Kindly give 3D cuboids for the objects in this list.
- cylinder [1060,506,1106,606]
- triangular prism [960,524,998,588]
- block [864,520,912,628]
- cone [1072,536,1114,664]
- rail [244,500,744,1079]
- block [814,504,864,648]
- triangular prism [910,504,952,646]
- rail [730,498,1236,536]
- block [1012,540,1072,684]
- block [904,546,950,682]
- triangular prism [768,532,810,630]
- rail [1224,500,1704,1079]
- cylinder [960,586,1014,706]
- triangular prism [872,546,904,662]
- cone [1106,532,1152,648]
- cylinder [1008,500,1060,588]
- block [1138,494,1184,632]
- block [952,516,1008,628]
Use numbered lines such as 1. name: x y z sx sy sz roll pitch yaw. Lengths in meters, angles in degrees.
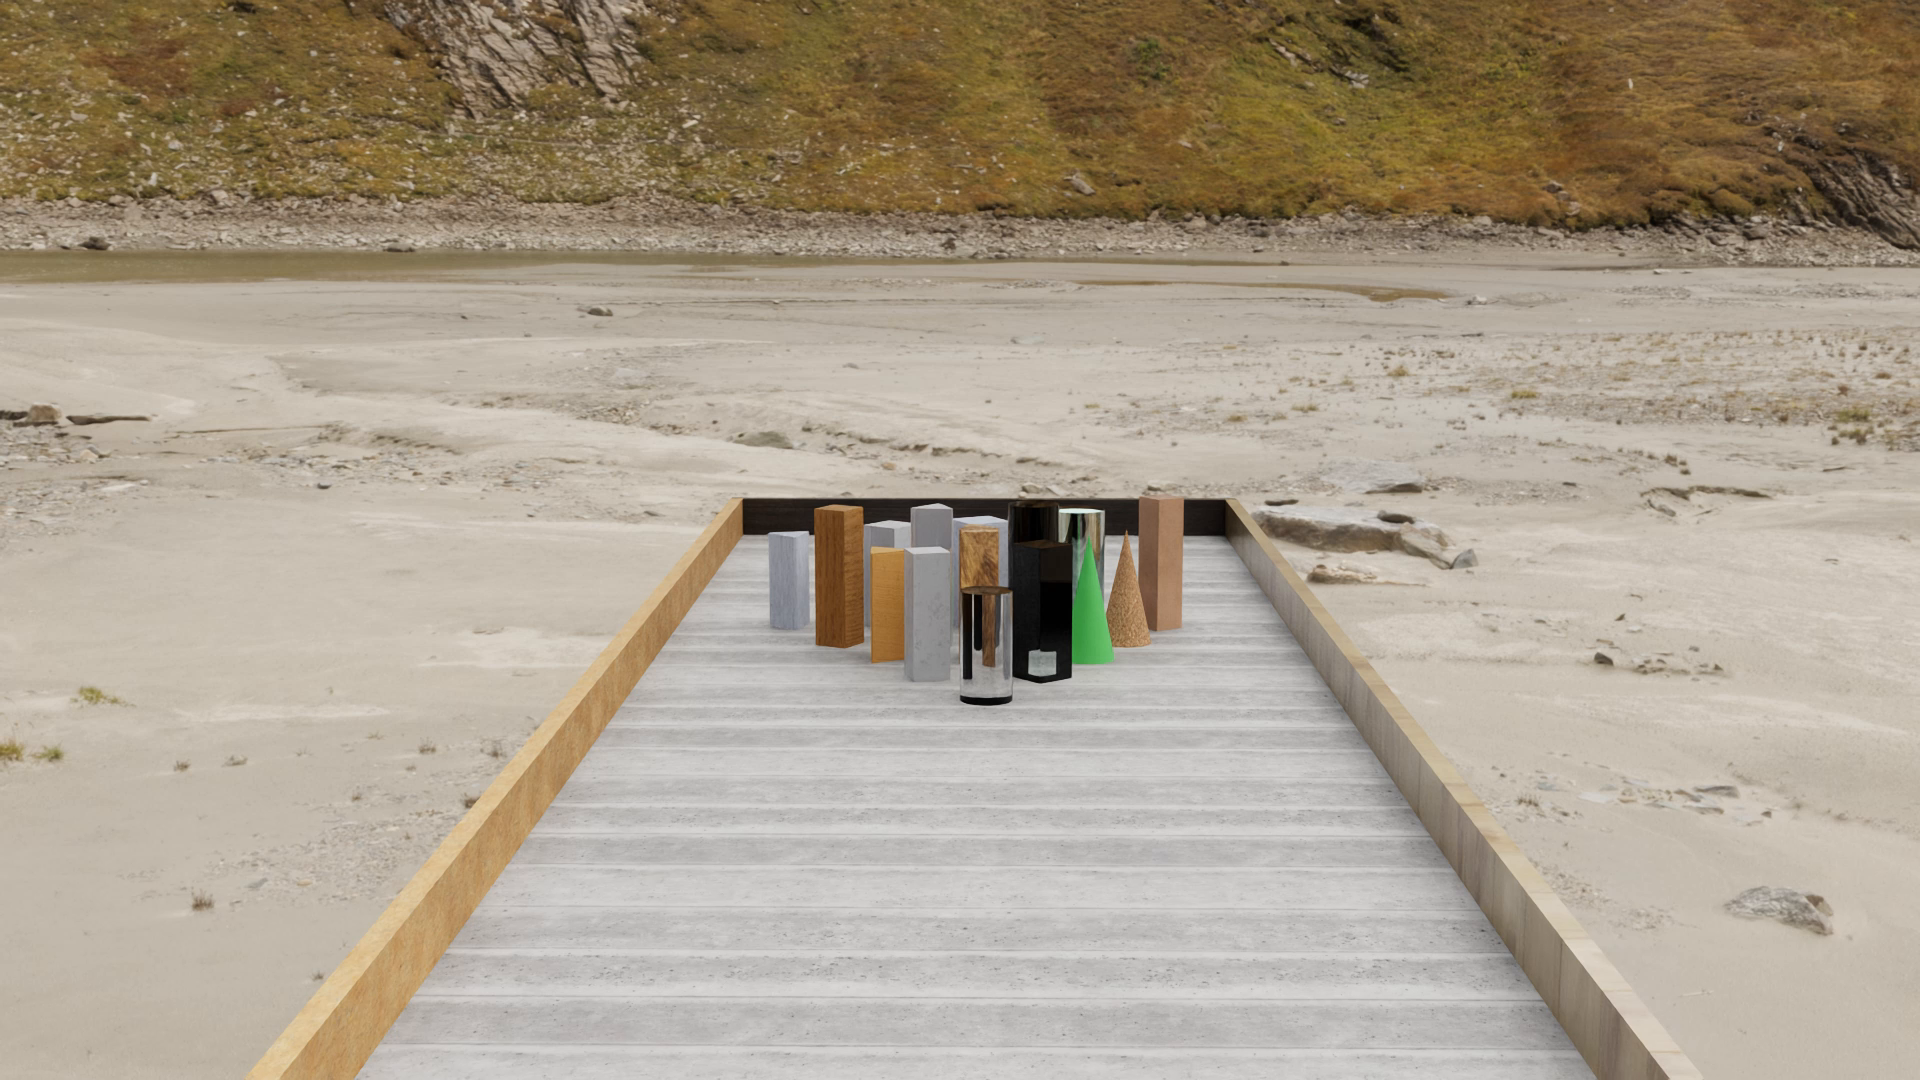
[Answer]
1. cylinder: 0.385 0.090 7.209 0.178 0.386 0.178 0 9 0
2. triangular prism: 0.044 0.162 6.677 0.122 0.411 0.106 -2 9 -15
3. block: -0.223 0.115 7.207 0.131 0.337 0.131 7 11 38
4. cone: 0.391 0.173 6.690 0.164 0.385 0.164 0 9 0
5. rail: -1.004 0.839 3.234 0.050 0.150 12.000 0 9 1
6. block: -0.379 0.113 6.910 0.110 0.433 0.110 5 10 29
7. triangular prism: -0.078 0.108 6.943 0.132 0.434 0.114 2 9 11
8. rail: 0.099 -0.098 9.147 2.100 0.150 0.050 0 9 1
9. block: 0.241 0.208 6.430 0.123 0.397 0.123 -7 12 -39
10. block: -0.096 0.216 6.435 0.111 0.378 0.111 -2 9 -15
11. triangular prism: -0.539 0.129 7.216 0.114 0.307 0.131 -9 13 -44
12. rail: 1.046 0.843 3.208 0.050 0.150 12.000 0 9 1
13. cylinder: 0.074 0.294 6.154 0.148 0.312 0.148 0 9 0
14. triangular prism: -0.238 0.194 6.713 0.132 0.336 0.114 -5 10 -30
15. cone: 0.523 0.145 6.937 0.166 0.363 0.166 0 9 0
16. cylinder: 0.230 0.107 6.906 0.161 0.446 0.161 0 9 0
17. block: 0.654 0.073 7.173 0.103 0.431 0.103 -6 11 -33
18. block: 0.066 0.109 7.193 0.144 0.353 0.144 -5 10 -27
